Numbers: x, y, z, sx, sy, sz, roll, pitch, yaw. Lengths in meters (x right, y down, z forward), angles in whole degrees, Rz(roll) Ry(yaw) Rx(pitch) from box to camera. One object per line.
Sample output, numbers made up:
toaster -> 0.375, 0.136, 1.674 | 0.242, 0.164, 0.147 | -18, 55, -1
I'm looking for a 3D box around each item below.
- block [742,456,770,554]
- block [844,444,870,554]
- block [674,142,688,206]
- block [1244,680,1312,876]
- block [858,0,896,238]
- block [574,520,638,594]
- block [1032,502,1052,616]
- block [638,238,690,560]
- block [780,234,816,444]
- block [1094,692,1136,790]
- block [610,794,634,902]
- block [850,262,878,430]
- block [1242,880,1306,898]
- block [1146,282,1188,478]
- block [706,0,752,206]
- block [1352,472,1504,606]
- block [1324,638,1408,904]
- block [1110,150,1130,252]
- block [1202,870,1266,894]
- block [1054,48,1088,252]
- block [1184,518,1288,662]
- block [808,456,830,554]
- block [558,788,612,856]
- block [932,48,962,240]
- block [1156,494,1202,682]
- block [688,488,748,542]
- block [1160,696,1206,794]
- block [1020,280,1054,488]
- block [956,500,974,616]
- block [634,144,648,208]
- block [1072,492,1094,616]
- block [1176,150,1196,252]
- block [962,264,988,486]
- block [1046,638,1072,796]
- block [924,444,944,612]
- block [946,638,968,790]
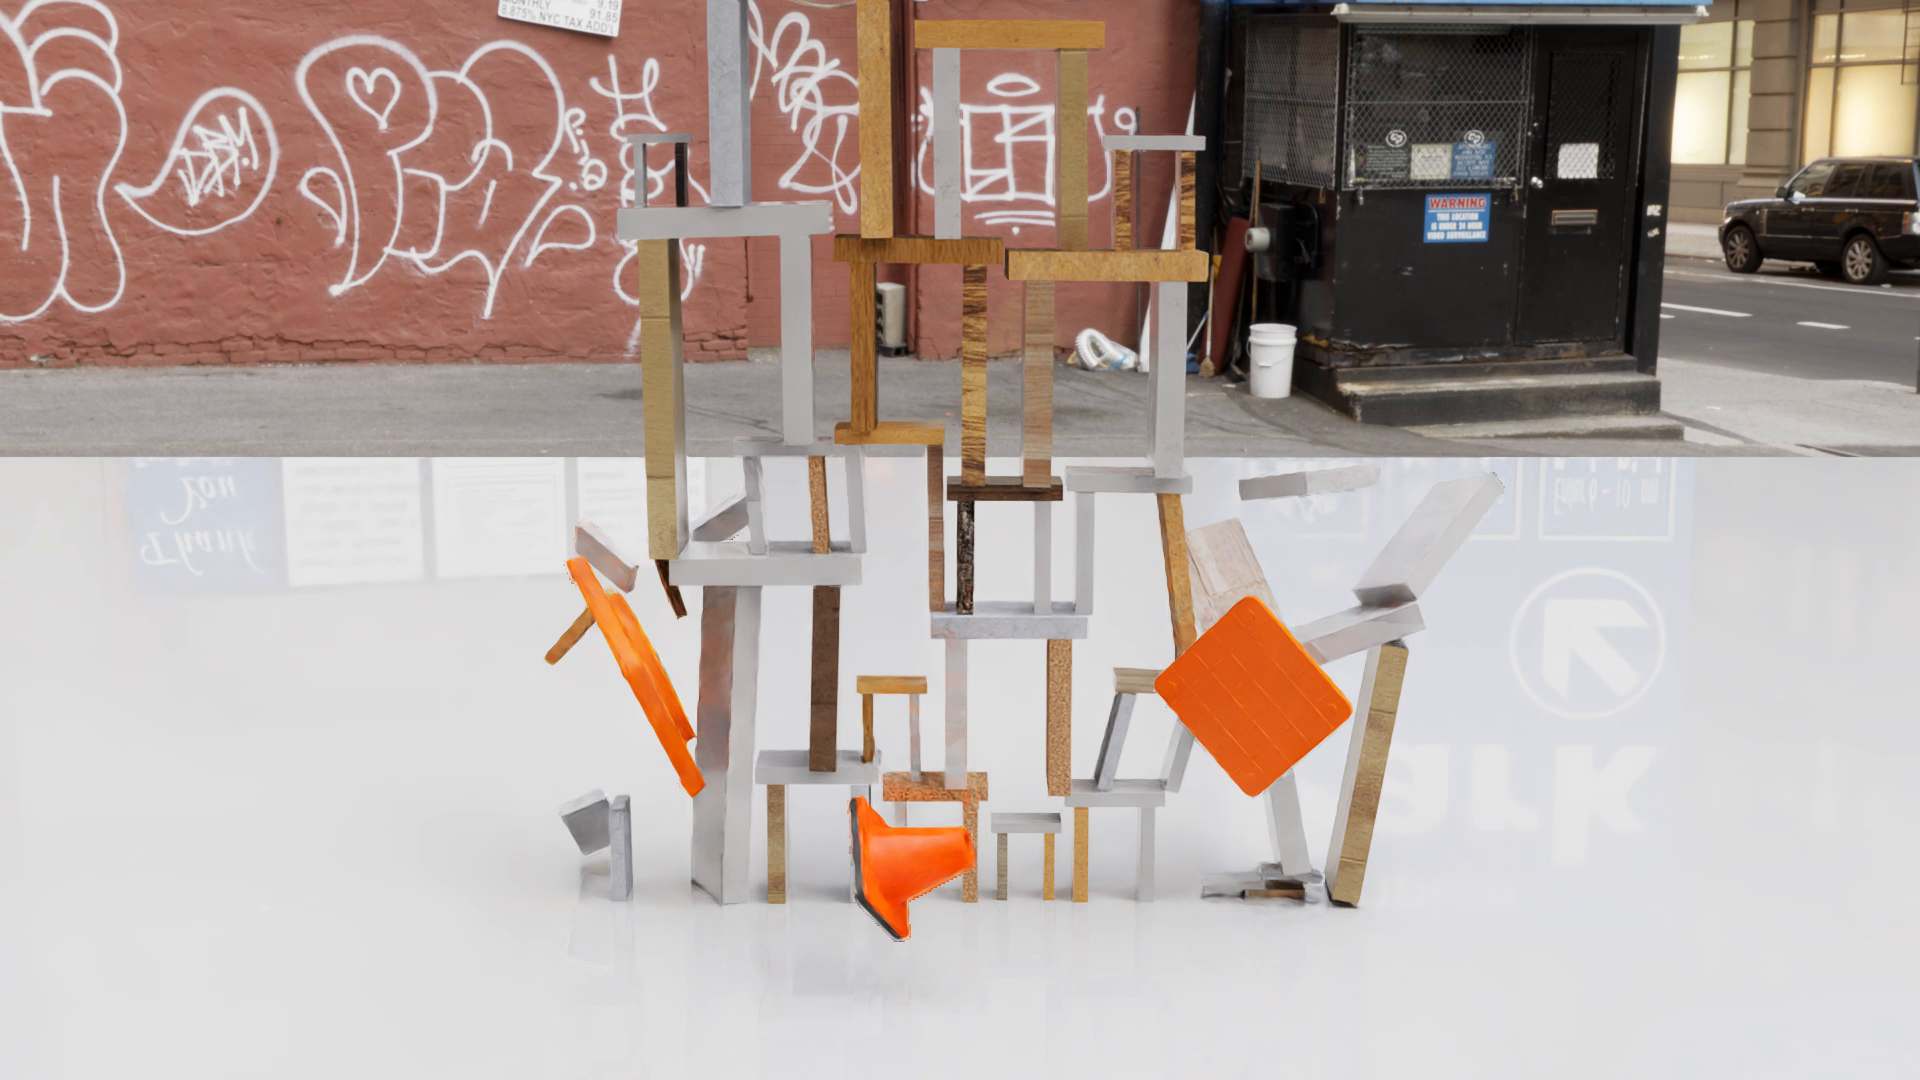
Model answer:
block -> -0.329, -0.062, 3.543 | 0.022, 0.157, 0.078 | -5, 10, 0
block -> -0.166, -0.073, 3.556 | 0.025, 0.175, 0.088 | -3, 10, 2
block -> -0.437, -0.575, 3.454 | 0.014, 0.098, 0.049 | 0, 11, -1
block -> 0.525, 0.387, 3.656 | 0.044, 0.313, 0.157 | -10, 3, 2
block -> -0.130, -0.674, 3.440 | 0.048, 0.390, 0.171 | -1, 11, 0
block -> -0.607, 0.029, 3.771 | 0.129, 0.064, 0.018 | 38, 47, 18
block -> 0.133, 0.021, 3.564 | 0.026, 0.186, 0.093 | 0, 10, 0
block -> -0.473, -0.232, 3.517 | 0.046, 0.504, 0.162 | -1, 11, -1
block -> -0.257, -0.322, 3.499 | 0.046, 0.325, 0.162 | -1, 9, -2
block -> 0.255, 0.323, 3.626 | 0.023, 0.165, 0.082 | 14, 9, -3
block -> -0.563, 0.512, 3.655 | 0.023, 0.159, 0.080 | 0, 11, 0
block -> -0.152, -0.313, 3.505 | 0.037, 0.264, 0.132 | 0, 10, 0
block -> 0.522, 0.583, 3.670 | 0.101, 0.014, 0.050 | 0, 11, 2
block -> 0.331, -0.262, 3.521 | 0.044, 0.310, 0.155 | 0, 10, 0
block -> -0.359, -0.697, 3.429 | 0.048, 0.342, 0.171 | 0, 11, -1
block -> 0.778, 0.000, 3.659 | 0.271, 0.038, 0.135 | -47, 17, -25
block -> 0.672, 0.372, 3.643 | 0.044, 0.428, 0.157 | 10, 8, 4
block -> 0.254, -0.537, 3.475 | 0.022, 0.157, 0.078 | -1, 10, -1
block -> 0.455, 0.570, 3.667 | 0.101, 0.014, 0.050 | -5, 10, 2
block -> 0.174, -0.612, 3.458 | 0.041, 0.308, 0.145 | -1, 10, -1
block -> 0.467, 0.084, 3.864 | 0.135, 0.038, 0.271 | -16, 47, -2
block -> -0.227, -0.062, 3.547 | 0.022, 0.157, 0.078 | -3, 10, 1
block -> -0.628, 0.483, 3.759 | 0.080, 0.159, 0.023 | -22, 58, -8
block -> -0.020, -0.622, 3.453 | 0.041, 0.290, 0.145 | 0, 10, 0
block -> 0.357, 0.070, 3.589 | 0.028, 0.309, 0.099 | -7, 9, 0
block -> -0.412, -0.031, 3.812 | 0.129, 0.064, 0.018 | -35, 51, -23
block -> 0.367, 0.328, 3.630 | 0.023, 0.165, 0.082 | 15, 9, -3
block -> 0.123, -0.256, 3.516 | 0.044, 0.324, 0.155 | 0, 10, -1
block -> 0.009, 0.021, 3.565 | 0.026, 0.186, 0.093 | 0, 10, -1
block -> -0.502, -0.573, 3.453 | 0.014, 0.098, 0.049 | 0, 11, -1
block -> 0.201, 0.014, 3.568 | 0.028, 0.199, 0.099 | 0, 10, 1
block -> 0.356, -0.536, 3.475 | 0.022, 0.157, 0.078 | -1, 10, -1
block -> 0.022, -0.268, 3.512 | 0.037, 0.349, 0.132 | 0, 10, 0
block -> 0.162, 0.277, 3.613 | 0.036, 0.262, 0.126 | 0, 10, 0
block -> -0.042, -0.026, 3.580 | 0.025, 0.273, 0.088 | -1, 10, -4
block -> -0.005, 0.271, 3.613 | 0.036, 0.252, 0.126 | 0, 10, 0
